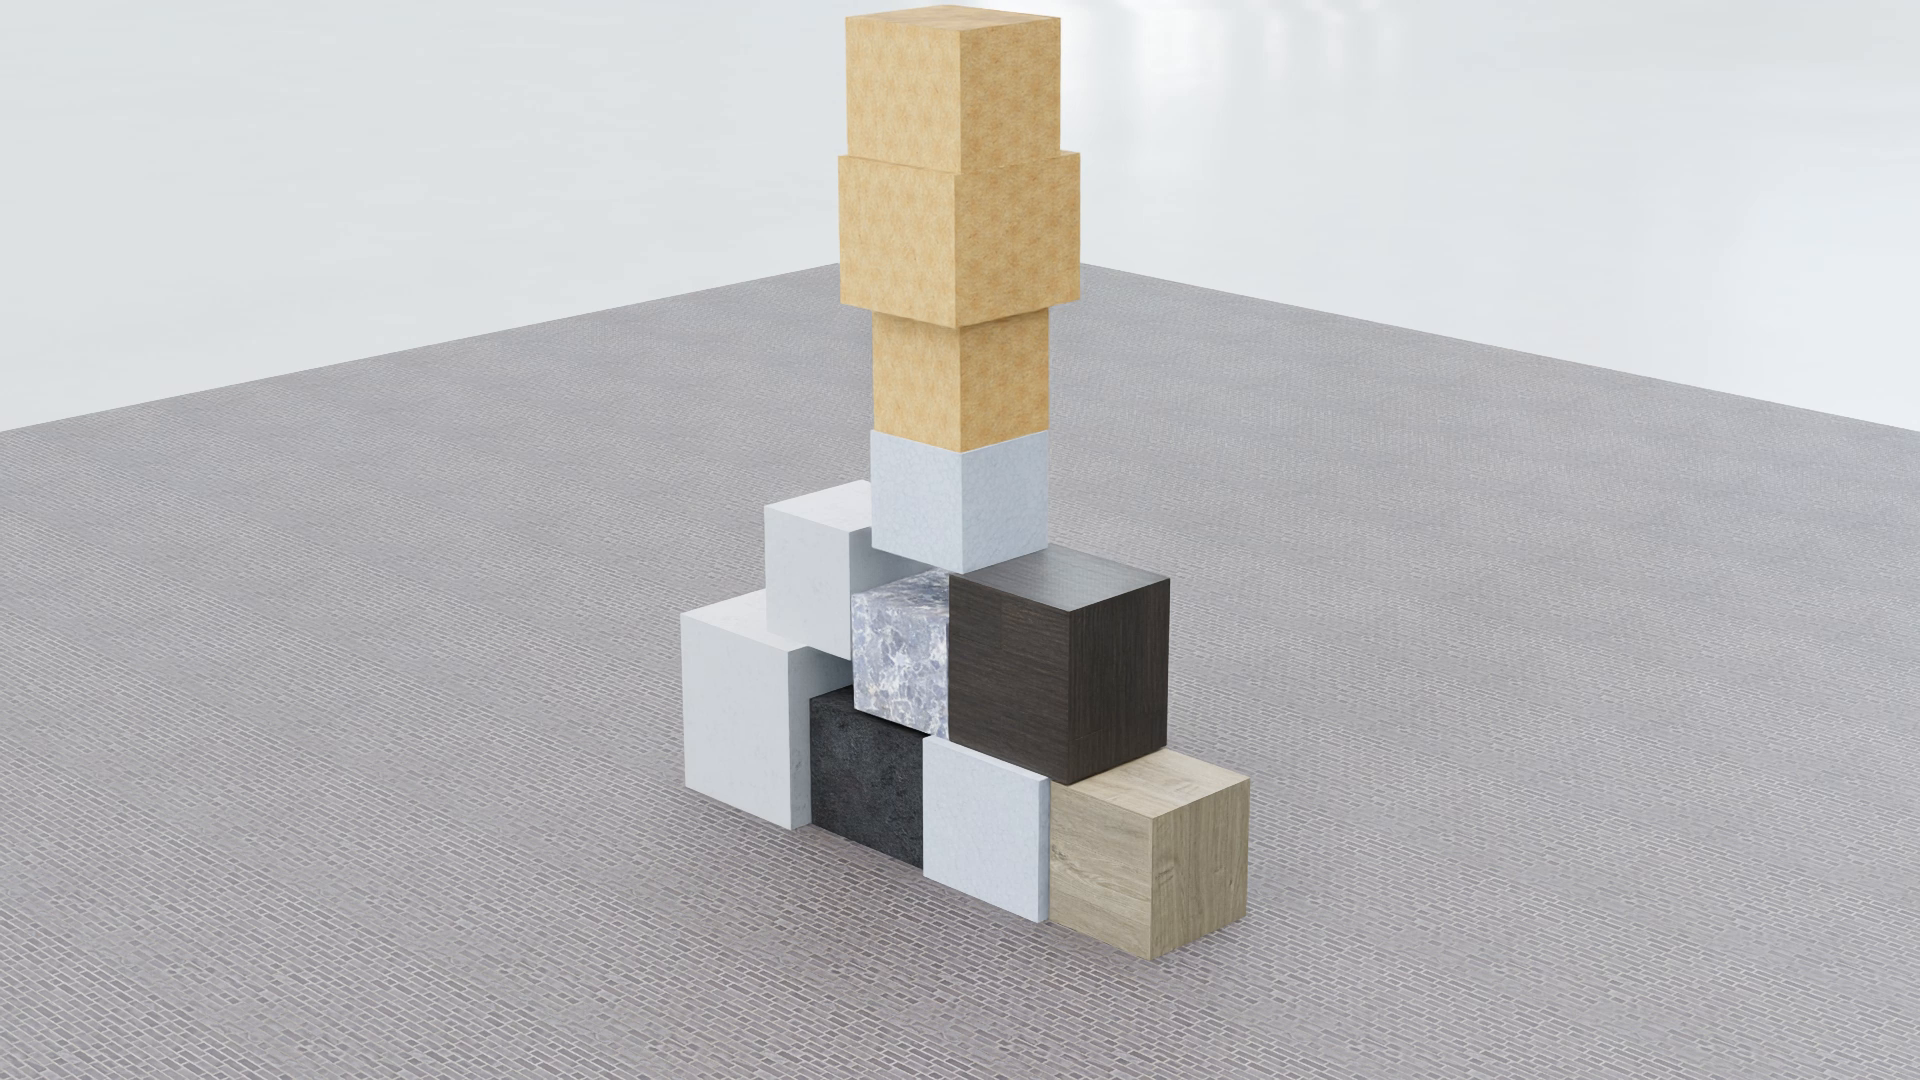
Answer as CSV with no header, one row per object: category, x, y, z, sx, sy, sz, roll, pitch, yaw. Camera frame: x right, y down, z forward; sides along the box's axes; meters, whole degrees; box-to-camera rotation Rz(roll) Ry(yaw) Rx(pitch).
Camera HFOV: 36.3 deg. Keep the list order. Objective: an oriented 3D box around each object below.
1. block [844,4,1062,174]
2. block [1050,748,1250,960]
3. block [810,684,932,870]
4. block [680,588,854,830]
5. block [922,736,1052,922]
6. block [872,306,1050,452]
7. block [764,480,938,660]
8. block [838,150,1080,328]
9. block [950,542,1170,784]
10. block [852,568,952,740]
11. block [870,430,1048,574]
block,-0.029,-1.968,12.726,0.617,0.599,0.701,-17,23,-42
block,0.833,1.361,12.911,0.645,0.662,0.594,-17,24,-42
block,-0.187,1.067,13.886,0.674,0.639,0.805,-17,24,-42
block,-0.771,0.776,14.372,0.875,0.901,0.779,-17,24,-42
block,0.365,1.212,13.364,0.784,0.675,0.722,-17,24,-42
block,0.005,-0.778,13.116,0.563,0.590,0.551,-17,23,-42
block,-0.491,0.132,13.880,0.630,0.623,0.584,-17,24,-42
block,0.000,-1.375,12.933,0.783,0.658,0.721,-17,23,-42
block,0.440,0.536,13.066,0.655,0.792,0.726,-17,24,-42
block,-0.065,0.514,13.548,0.599,0.554,0.617,-17,23,-42
block,-0.003,-0.229,13.271,0.549,0.550,0.582,-17,23,-42
